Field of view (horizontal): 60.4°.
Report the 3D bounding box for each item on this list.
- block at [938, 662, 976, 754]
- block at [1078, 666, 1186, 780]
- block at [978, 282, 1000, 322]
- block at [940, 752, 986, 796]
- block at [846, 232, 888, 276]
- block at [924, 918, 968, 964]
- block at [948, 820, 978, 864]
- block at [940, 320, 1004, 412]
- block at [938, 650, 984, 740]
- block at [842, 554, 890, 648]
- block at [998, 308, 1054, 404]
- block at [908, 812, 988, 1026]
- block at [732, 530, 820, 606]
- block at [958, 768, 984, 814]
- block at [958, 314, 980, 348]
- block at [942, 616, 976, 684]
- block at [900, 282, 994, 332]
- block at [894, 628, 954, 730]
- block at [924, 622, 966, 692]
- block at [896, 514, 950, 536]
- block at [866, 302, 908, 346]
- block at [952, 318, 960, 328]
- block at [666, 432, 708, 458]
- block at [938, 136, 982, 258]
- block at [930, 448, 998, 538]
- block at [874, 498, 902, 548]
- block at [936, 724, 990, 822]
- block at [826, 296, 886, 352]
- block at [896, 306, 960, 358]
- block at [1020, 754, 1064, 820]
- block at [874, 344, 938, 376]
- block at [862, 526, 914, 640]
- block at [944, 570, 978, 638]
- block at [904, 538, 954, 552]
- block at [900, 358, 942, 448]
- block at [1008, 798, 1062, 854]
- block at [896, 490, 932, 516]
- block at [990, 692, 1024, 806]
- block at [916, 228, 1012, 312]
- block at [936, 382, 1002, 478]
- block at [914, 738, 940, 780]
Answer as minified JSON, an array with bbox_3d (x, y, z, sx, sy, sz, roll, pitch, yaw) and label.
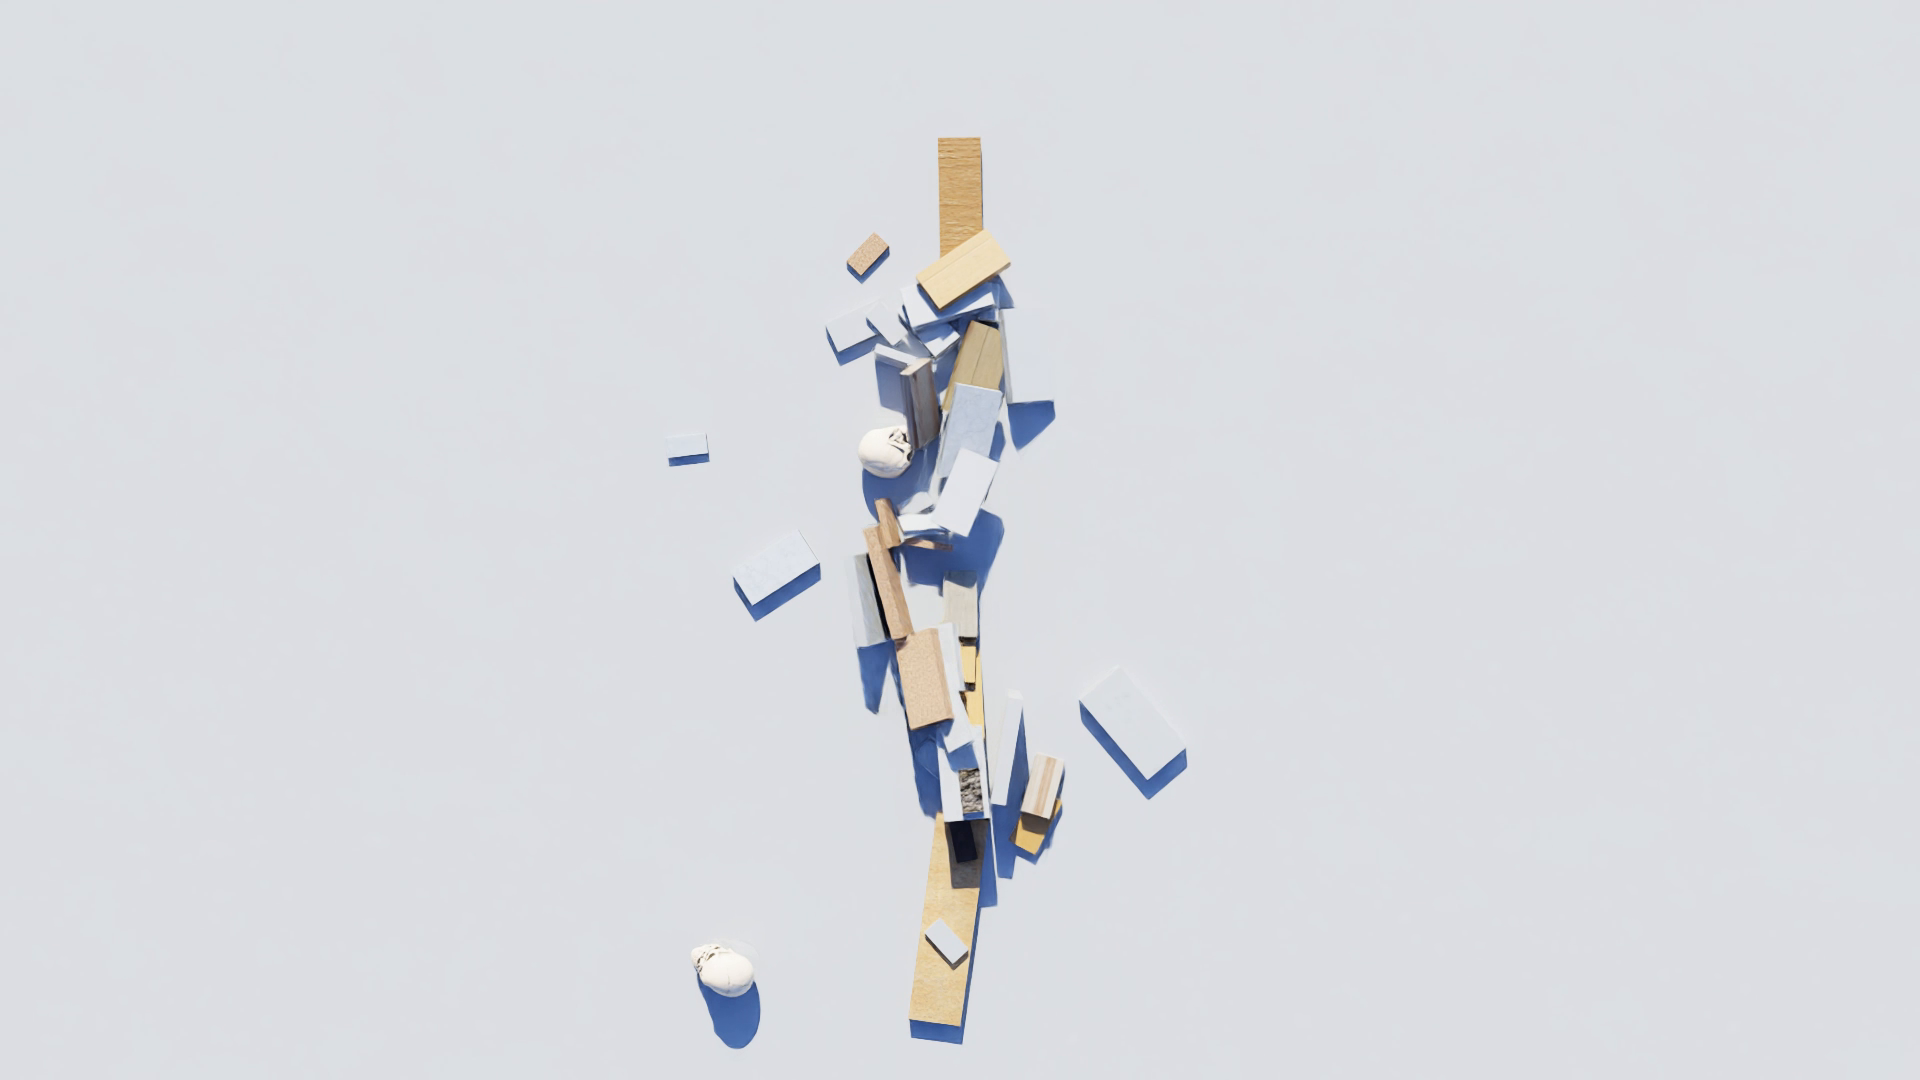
[{"bbox_3d":[-0.038,0.539,5.309,0.098,0.028,0.278,-32,66,28],"label":"block"},{"bbox_3d":[0.574,0.605,5.475,0.173,0.049,0.347,-40,90,0],"label":"block"},{"bbox_3d":[0.096,-0.788,5.470,0.065,0.018,0.130,5,75,-8],"label":"block"},{"bbox_3d":[0.007,0.706,5.417,0.149,0.042,0.297,-2,71,-5],"label":"block"},{"bbox_3d":[-0.307,-0.953,5.490,0.068,0.019,0.136,44,90,0],"label":"block"},{"bbox_3d":[-0.045,1.321,5.441,0.069,0.020,0.139,-42,90,0],"label":"block"},{"bbox_3d":[0.010,0.990,5.441,0.069,0.020,0.139,-12,90,0],"label":"block"},{"bbox_3d":[0.058,-0.555,5.458,0.153,0.043,0.307,18,90,-16],"label":"block"},{"bbox_3d":[0.000,0.515,5.432,0.148,0.042,0.297,-3,71,0],"label":"block"},{"bbox_3d":[-0.306,0.195,5.424,0.042,0.149,0.299,-9,90,28],"label":"block"},{"bbox_3d":[0.219,-0.610,5.449,0.153,0.043,0.307,-6,90,-23],"label":"block"},{"bbox_3d":[-0.038,1.255,5.475,0.173,0.049,0.686,8,90,0],"label":"block"},{"bbox_3d":[-0.613,0.091,5.481,0.262,0.037,0.131,-33,90,0],"label":"block"},{"bbox_3d":[0.035,0.804,5.295,0.069,0.020,0.139,-6,84,-1],"label":"block"},{"bbox_3d":[0.028,-0.698,5.471,0.065,0.018,0.130,3,93,-15],"label":"block"},{"bbox_3d":[-0.005,0.363,5.445,0.112,0.032,0.225,1,71,1],"label":"block"},{"bbox_3d":[-0.042,-0.797,5.439,0.284,0.040,0.142,-16,75,-3],"label":"block"},{"bbox_3d":[-0.117,0.450,5.335,0.149,0.042,0.299,-21,72,32],"label":"block"},{"bbox_3d":[-0.050,0.390,5.375,0.113,0.032,0.225,-16,75,33],"label":"block"},{"bbox_3d":[-0.120,-0.051,5.439,0.161,0.081,0.023,-4,130,-18],"label":"block"},{"bbox_3d":[-0.242,-0.714,5.461,0.068,0.019,0.136,-42,90,0],"label":"block"},{"bbox_3d":[0.008,-0.772,5.491,0.065,0.018,0.130,5,90,0],"label":"block"},{"bbox_3d":[-0.909,-0.314,5.490,0.136,0.019,0.068,-7,90,0],"label":"block"},{"bbox_3d":[0.001,-1.118,5.480,0.142,0.040,0.431,-1,90,0],"label":"block"},{"bbox_3d":[0.014,-0.155,5.367,0.131,0.037,0.262,23,88,2],"label":"block"},{"bbox_3d":[-0.236,-0.057,5.458,0.023,0.081,0.161,-14,90,20],"label":"block"},{"bbox_3d":[0.009,0.754,5.331,0.148,0.042,0.297,-5,84,-1],"label":"block"},{"bbox_3d":[-0.331,-0.716,5.485,0.210,0.030,0.105,-25,90,0],"label":"block"},{"bbox_3d":[-0.104,-0.713,5.462,0.105,0.030,0.210,-39,77,0],"label":"block"},{"bbox_3d":[0.274,0.815,5.462,0.098,0.028,0.195,17,77,-2],"label":"block"},{"bbox_3d":[-0.180,-0.588,5.446,0.210,0.105,0.030,19,83,0],"label":"block"},{"bbox_3d":[-0.235,0.136,5.423,0.042,0.149,0.372,-15,90,11],"label":"block"},{"bbox_3d":[0.002,0.213,5.455,0.113,0.032,0.225,0,75,0],"label":"block"},{"bbox_3d":[-0.102,0.016,5.460,0.161,0.081,0.023,9,90,0],"label":"block"},{"bbox_3d":[-0.128,-0.445,5.381,0.037,0.131,0.262,12,125,32],"label":"block"},{"bbox_3d":[0.251,0.934,5.486,0.098,0.028,0.195,28,90,0],"label":"block"},{"bbox_3d":[-0.152,-0.117,5.492,0.112,0.016,0.056,-30,90,0],"label":"block"},{"bbox_3d":[0.152,0.683,5.413,0.049,0.173,0.347,10,90,0],"label":"block"},{"bbox_3d":[0.011,-0.885,5.414,0.283,0.040,0.142,-34,77,-5],"label":"block"},{"bbox_3d":[0.030,-0.352,5.430,0.153,0.043,0.307,9,101,-15],"label":"block"},{"bbox_3d":[-0.064,0.739,5.439,0.167,0.024,0.084,39,78,9],"label":"block"}]
